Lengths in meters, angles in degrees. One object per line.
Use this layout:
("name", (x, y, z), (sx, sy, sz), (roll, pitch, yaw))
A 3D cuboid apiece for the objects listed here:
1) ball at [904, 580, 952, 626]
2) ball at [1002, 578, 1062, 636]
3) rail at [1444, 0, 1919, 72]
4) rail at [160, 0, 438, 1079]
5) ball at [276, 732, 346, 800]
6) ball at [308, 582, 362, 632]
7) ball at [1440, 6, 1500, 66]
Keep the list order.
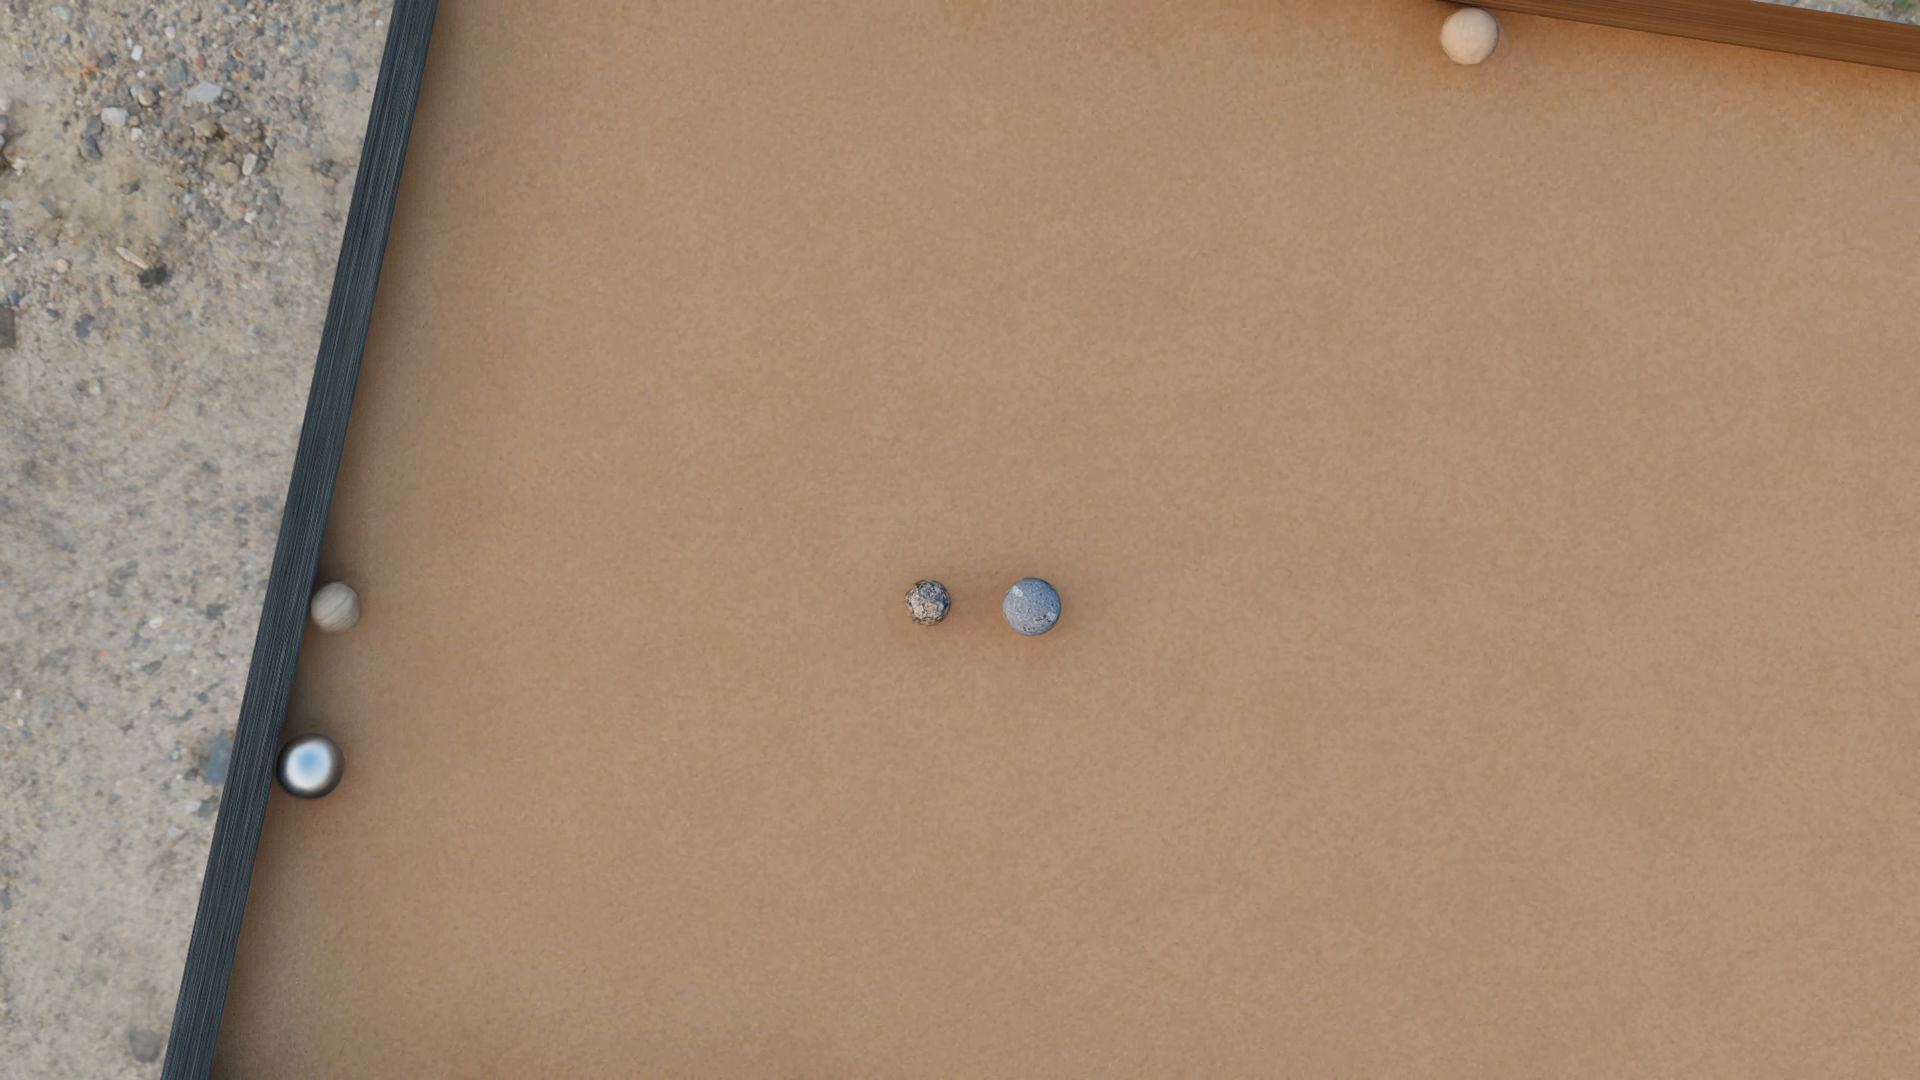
("ball", (-0.048, 0.093, 3.267), (0.070, 0.070, 0.070), (0, 80, 0))
("ball", (0.106, 0.099, 3.258), (0.088, 0.088, 0.088), (0, 80, 0))
("rail", (1.118, -0.798, 3.396), (3.908, 0.126, 0.045), (9, 80, 2))
("rail", (-0.941, -0.152, 3.282), (0.045, 0.126, 1.994), (9, 80, 2))
("ball", (-0.949, 0.330, 3.212), (0.097, 0.097, 0.097), (0, 80, 0))
("ball", (-0.928, 0.100, 3.264), (0.076, 0.076, 0.076), (0, 80, 0))
("ball", (0.791, -0.782, 3.413), (0.090, 0.090, 0.090), (0, 80, 0))
